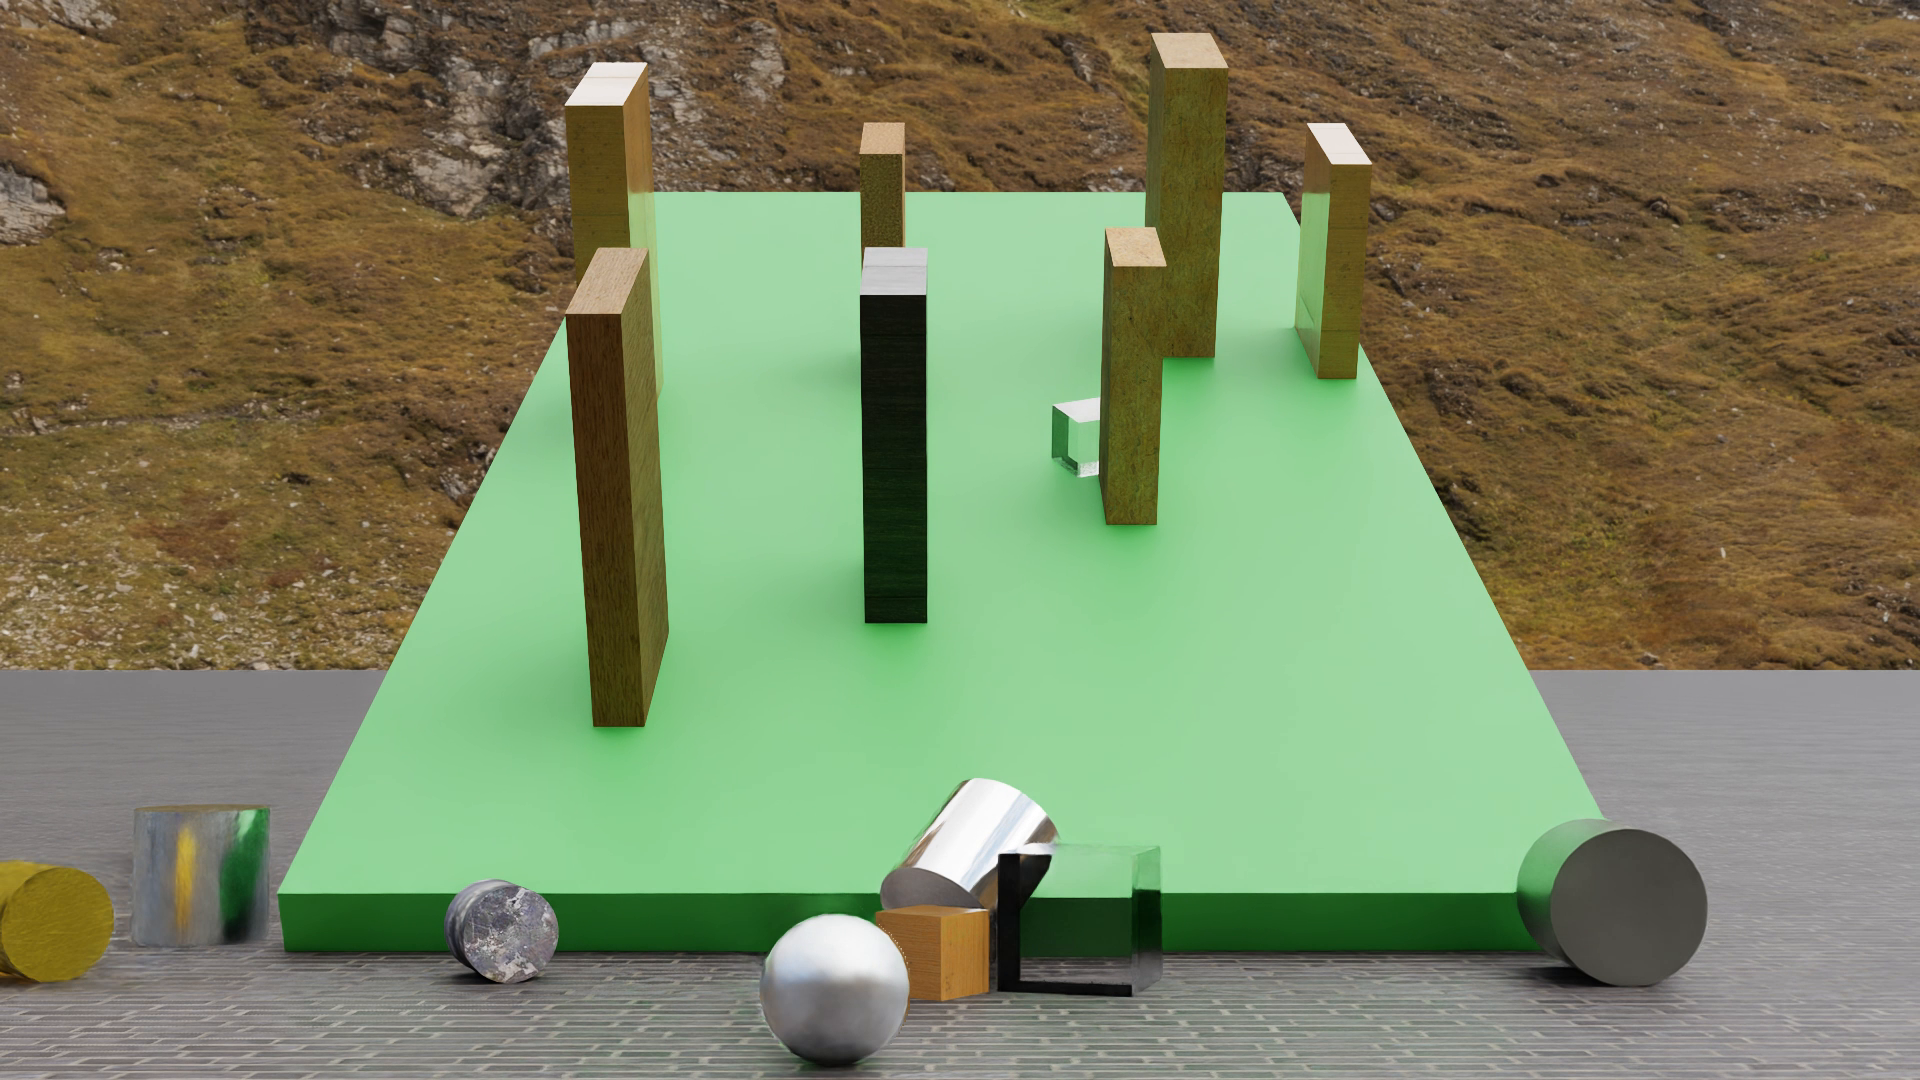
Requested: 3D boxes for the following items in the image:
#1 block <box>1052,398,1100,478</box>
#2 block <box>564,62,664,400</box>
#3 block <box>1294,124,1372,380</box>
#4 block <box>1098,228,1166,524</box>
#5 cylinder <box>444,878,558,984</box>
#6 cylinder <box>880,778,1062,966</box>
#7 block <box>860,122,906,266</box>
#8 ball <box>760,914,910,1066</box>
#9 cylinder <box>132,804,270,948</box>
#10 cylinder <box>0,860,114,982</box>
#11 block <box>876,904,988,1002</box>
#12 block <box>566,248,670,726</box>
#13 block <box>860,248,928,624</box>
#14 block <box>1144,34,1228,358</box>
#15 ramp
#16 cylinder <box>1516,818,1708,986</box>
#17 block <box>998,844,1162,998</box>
[{"bbox_3d":[0.280,-0.221,4.956,0.124,0.124,0.124,-10,25,-22],"label":"block"},{"bbox_3d":[-0.756,-0.633,5.111,0.119,0.754,0.425,0,23,0],"label":"block"},{"bbox_3d":[0.894,-0.700,5.574,0.092,0.519,0.405,0,23,0],"label":"block"},{"bbox_3d":[0.346,-0.334,4.691,0.102,0.540,0.276,0,23,0],"label":"block"},{"bbox_3d":[-0.625,0.530,3.149,0.128,0.128,0.128,1,-3,-24],"label":"cylinder"},{"bbox_3d":[0.017,0.466,3.229,0.189,0.189,0.189,-2,33,37],"label":"cylinder"},{"bbox_3d":[-0.179,-0.670,5.447,0.096,0.560,0.304,0,23,0],"label":"block"},{"bbox_3d":[-0.133,0.478,2.464,0.159,0.159,0.159,0,-3,0],"label":"ball"},{"bbox_3d":[-1.174,0.516,3.583,0.202,0.202,0.202,0,-3,0],"label":"cylinder"},{"bbox_3d":[-1.259,0.517,3.151,0.153,0.153,0.153,3,-4,-44],"label":"cylinder"},{"bbox_3d":[-0.036,0.533,2.998,0.105,0.105,0.105,-2,-4,36],"label":"block"},{"bbox_3d":[-0.570,-0.091,3.894,0.086,0.721,0.366,0,23,0],"label":"block"},{"bbox_3d":[-0.117,-0.193,4.253,0.115,0.626,0.294,0,23,0],"label":"block"},{"bbox_3d":[0.547,-0.850,5.686,0.146,0.705,0.415,0,23,0],"label":"block"},{"bbox_3d":[-0.007,-0.226,5.250,2.000,0.100,4.000,0,23,0],"label":"ramp"},{"bbox_3d":[0.885,0.491,3.157,0.207,0.207,0.207,0,-3,1],"label":"cylinder"},{"bbox_3d":[0.160,0.500,3.070,0.179,0.179,0.179,-1,-3,17],"label":"block"}]
